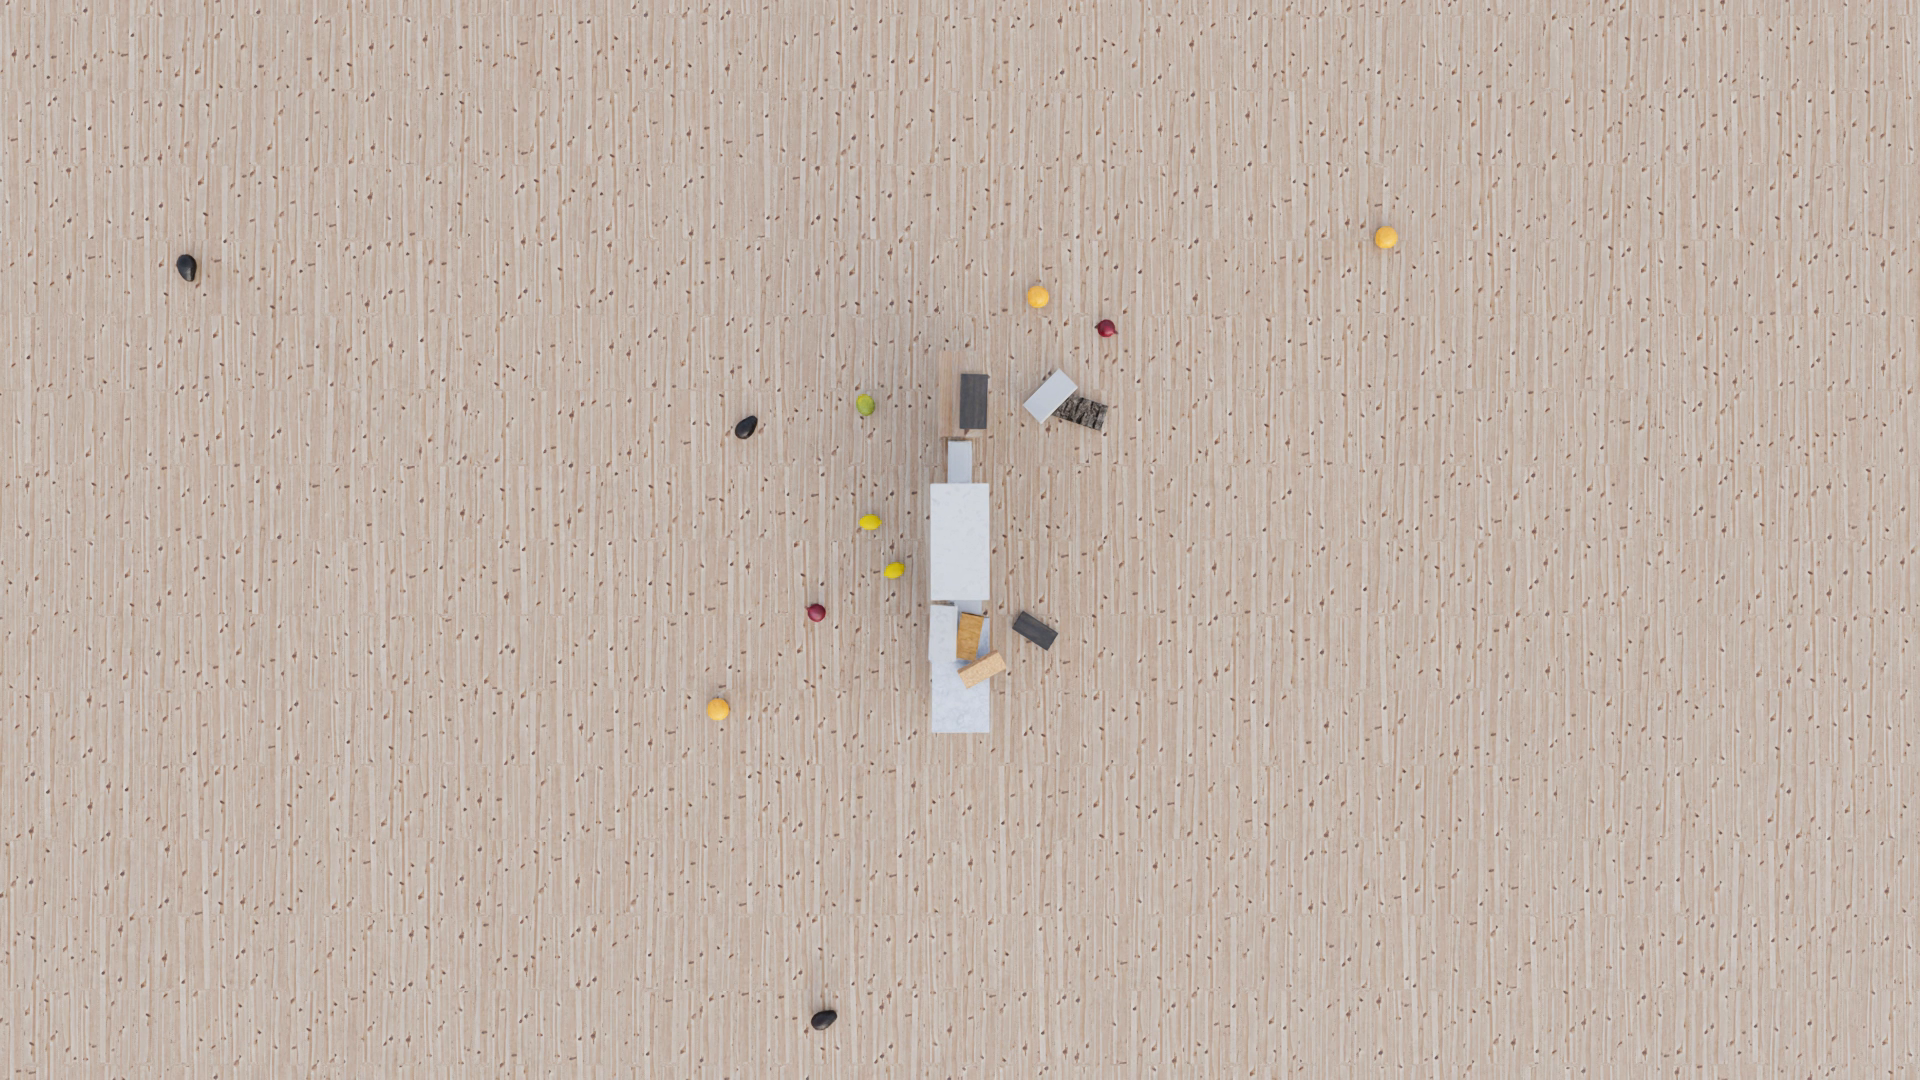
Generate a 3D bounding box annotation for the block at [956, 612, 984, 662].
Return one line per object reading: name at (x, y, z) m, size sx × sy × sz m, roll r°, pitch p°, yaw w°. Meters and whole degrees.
block at (0.026, 0.297, 5.058) m, size 0.070 × 0.020 × 0.140 m, roll 12°, pitch 96°, yaw -1°

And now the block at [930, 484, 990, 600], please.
block at (0.000, 0.005, 4.840) m, size 0.170 × 0.048 × 0.340 m, roll 0°, pitch 90°, yaw 0°

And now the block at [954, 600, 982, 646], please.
block at (0.024, 0.241, 5.083) m, size 0.085 × 0.024 × 0.169 m, roll 1°, pitch 90°, yaw 0°

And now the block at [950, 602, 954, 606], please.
block at (-0.002, 0.198, 5.434) m, size 0.066 × 0.131 × 0.019 m, roll 1°, pitch 77°, yaw 0°

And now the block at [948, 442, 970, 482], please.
block at (-0.002, -0.243, 5.188) m, size 0.063 × 0.018 × 0.125 m, roll 1°, pitch 90°, yaw 0°

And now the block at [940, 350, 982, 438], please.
block at (0.002, -0.460, 5.211) m, size 0.135 × 0.038 × 0.270 m, roll 0°, pitch 90°, yaw 0°

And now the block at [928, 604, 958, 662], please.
block at (-0.052, 0.285, 5.062) m, size 0.085 × 0.024 × 0.169 m, roll 2°, pitch 90°, yaw 34°

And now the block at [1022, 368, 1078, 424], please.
block at (0.299, -0.477, 5.469) m, size 0.171 × 0.024 × 0.086 m, roll -45°, pitch 77°, yaw 6°

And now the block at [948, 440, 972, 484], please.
block at (0.000, -0.242, 5.333) m, size 0.078 × 0.022 × 0.156 m, roll 0°, pitch 90°, yaw 0°

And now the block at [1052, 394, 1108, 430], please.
block at (0.399, -0.430, 5.488) m, size 0.171 × 0.024 × 0.085 m, roll 18°, pitch 90°, yaw 0°

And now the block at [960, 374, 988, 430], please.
block at (0.043, -0.434, 5.180) m, size 0.086 × 0.024 × 0.171 m, roll 2°, pitch 90°, yaw 0°

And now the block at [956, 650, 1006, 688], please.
block at (0.067, 0.396, 5.067) m, size 0.140 × 0.020 × 0.070 m, roll -29°, pitch 126°, yaw 0°

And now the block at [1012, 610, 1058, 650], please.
block at (0.250, 0.303, 5.490) m, size 0.140 × 0.020 × 0.070 m, roll 32°, pitch 90°, yaw 0°

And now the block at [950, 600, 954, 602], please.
block at (-0.001, 0.139, 5.359) m, size 0.066 × 0.019 × 0.131 m, roll 1°, pitch 90°, yaw 0°

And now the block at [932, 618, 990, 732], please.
block at (0.002, 0.418, 5.120) m, size 0.177 × 0.050 × 0.355 m, roll 0°, pitch 90°, yaw 0°
